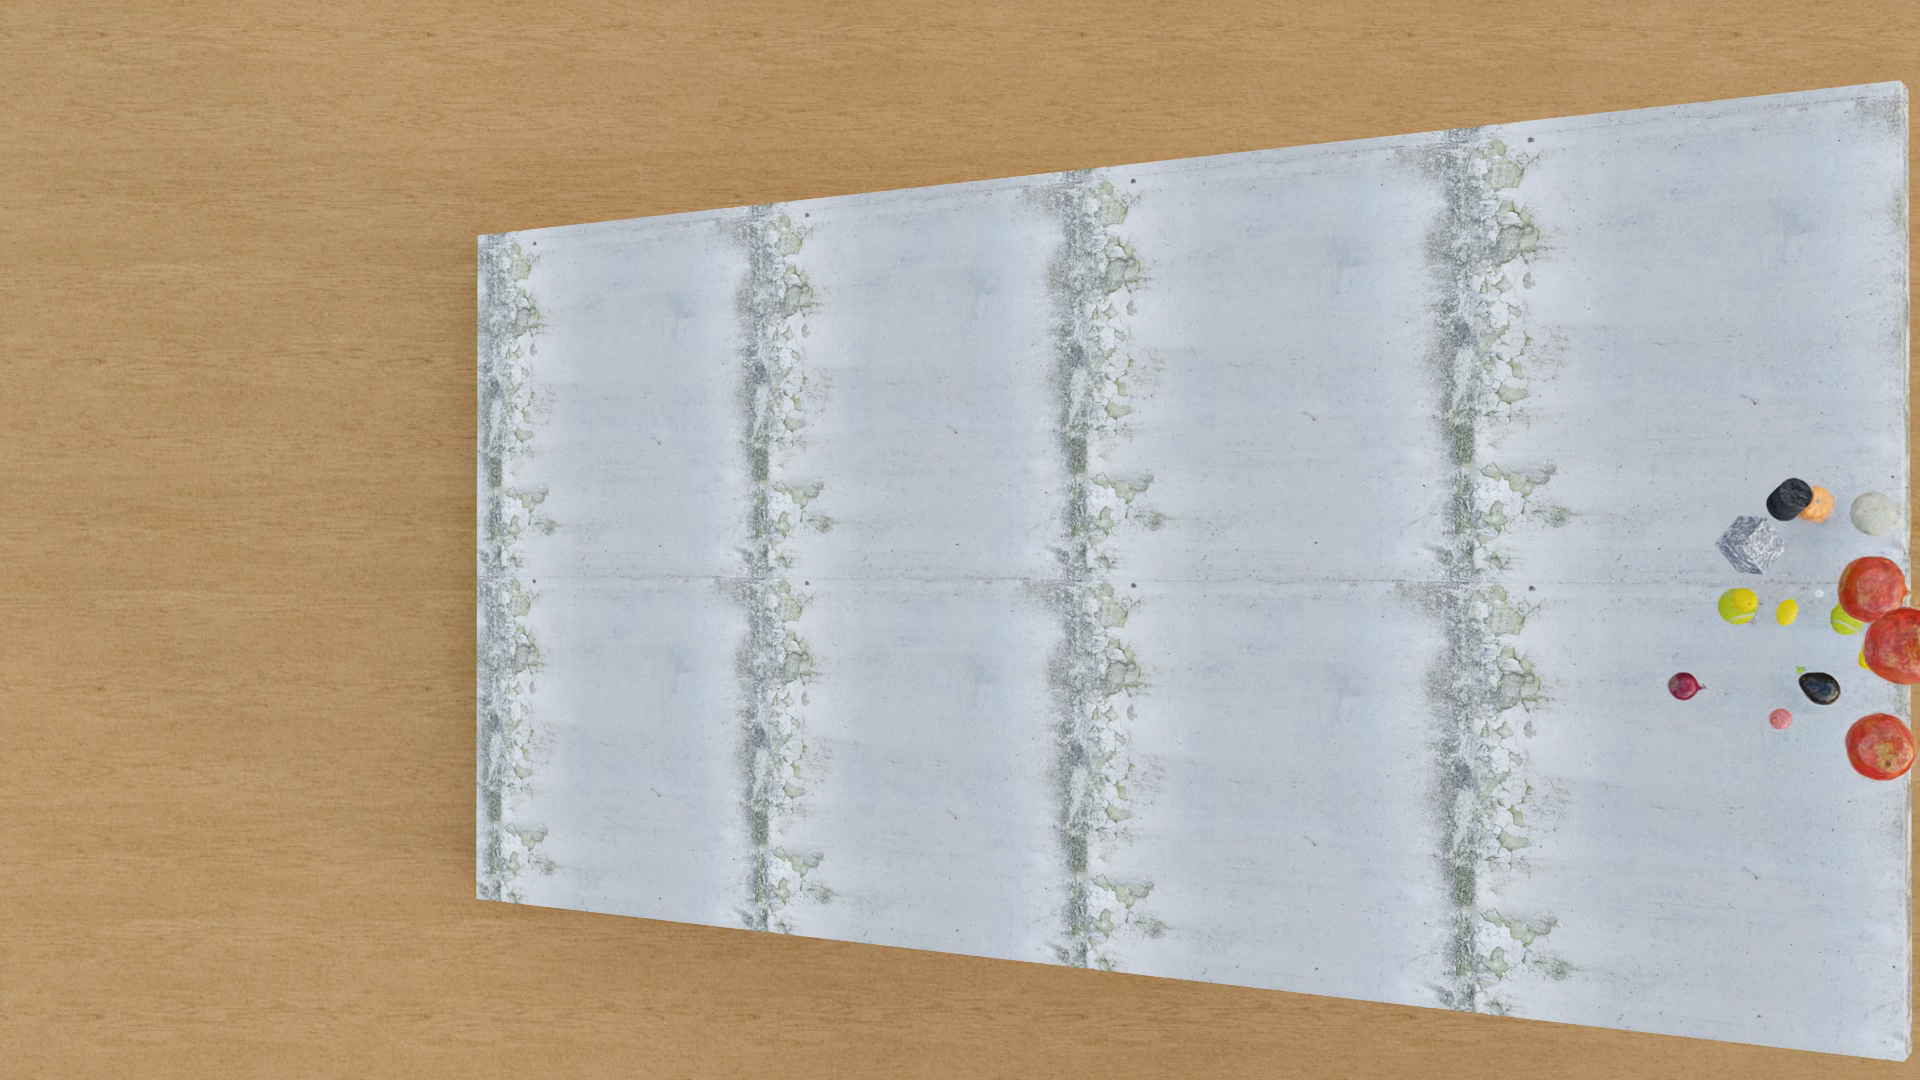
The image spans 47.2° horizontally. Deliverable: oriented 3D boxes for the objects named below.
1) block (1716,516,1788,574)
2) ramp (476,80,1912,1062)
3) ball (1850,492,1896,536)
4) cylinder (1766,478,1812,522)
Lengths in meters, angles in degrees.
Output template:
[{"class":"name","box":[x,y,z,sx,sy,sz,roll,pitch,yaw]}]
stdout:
[{"class":"block","box":[1.621,0.010,4.502,0.082,0.082,0.082,-46,106,-11]},{"class":"ramp","box":[0.259,0.071,5.598,4.000,0.100,2.000,0,89,32]},{"class":"ball","box":[1.599,-0.047,3.850,0.076,0.076,0.076,0,89,0]},{"class":"cylinder","box":[1.621,-0.078,4.299,0.065,0.065,0.065,1,68,-3]}]
